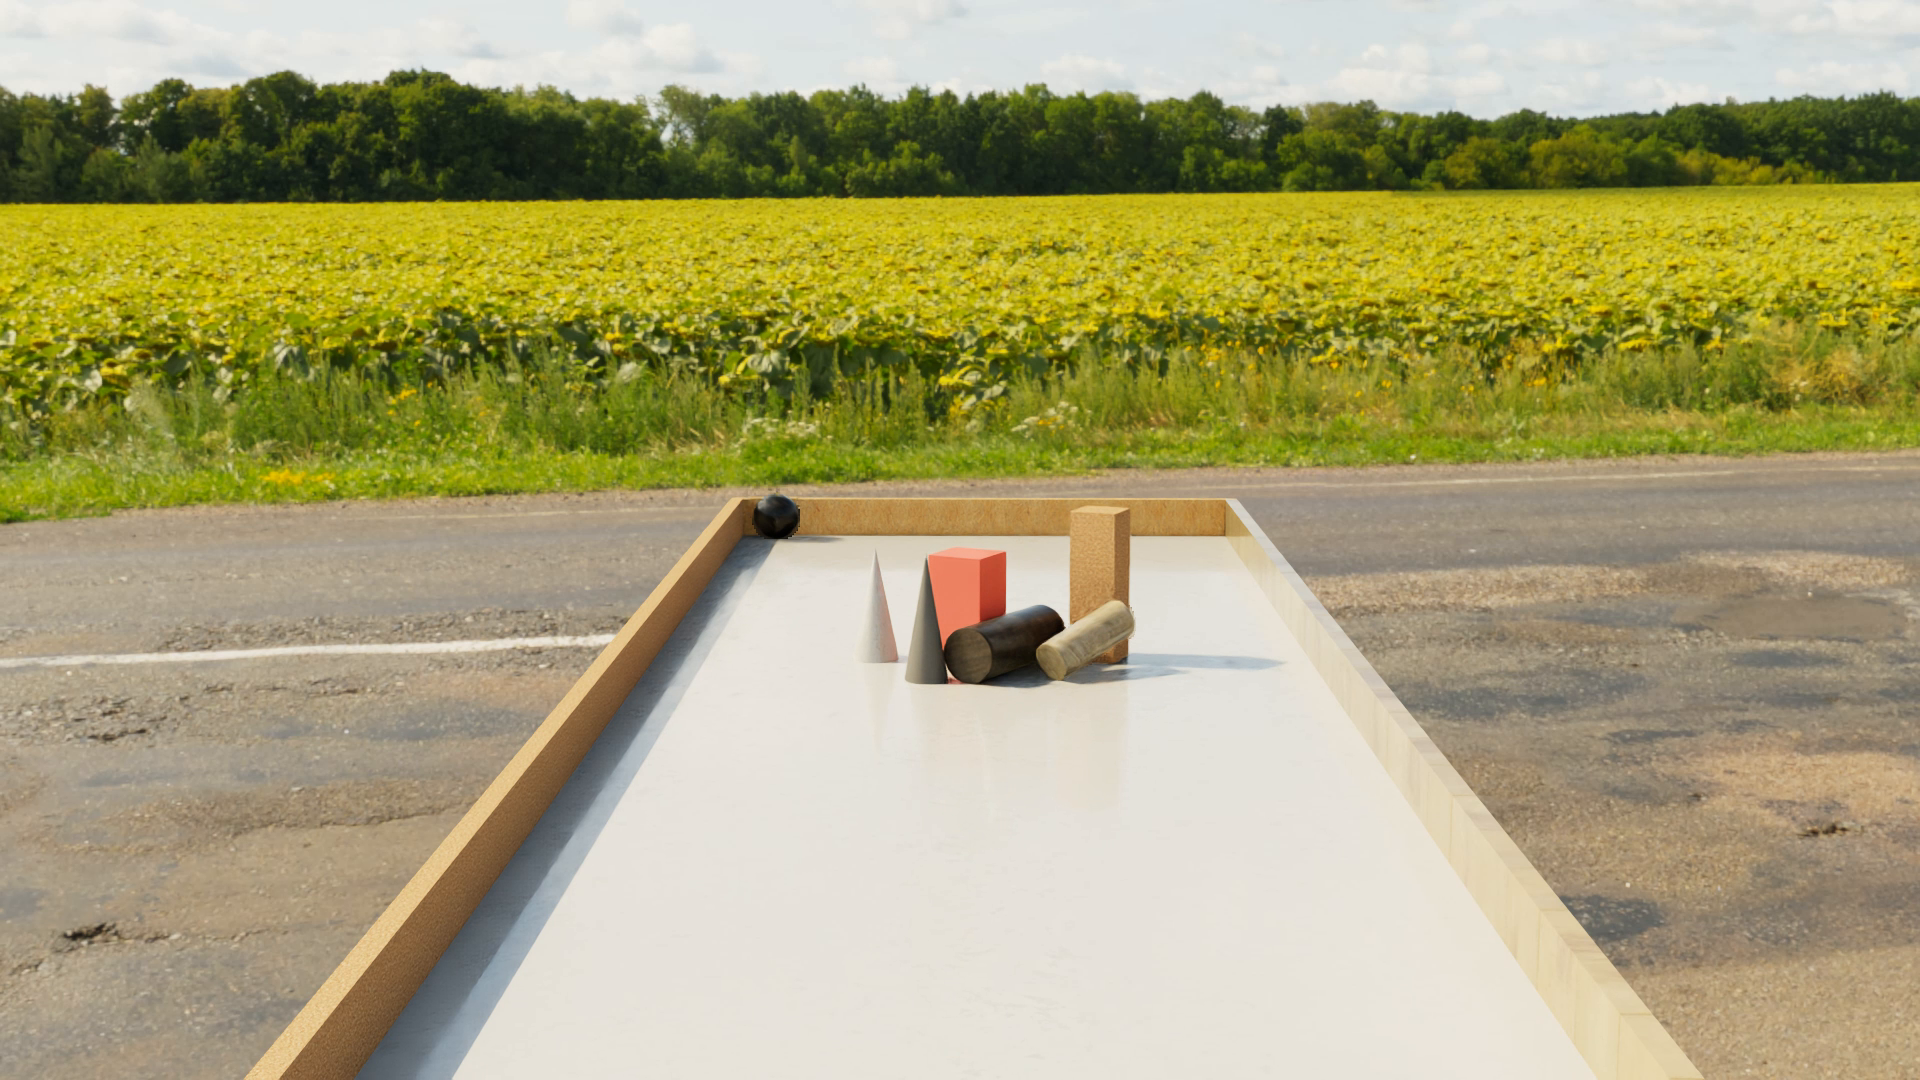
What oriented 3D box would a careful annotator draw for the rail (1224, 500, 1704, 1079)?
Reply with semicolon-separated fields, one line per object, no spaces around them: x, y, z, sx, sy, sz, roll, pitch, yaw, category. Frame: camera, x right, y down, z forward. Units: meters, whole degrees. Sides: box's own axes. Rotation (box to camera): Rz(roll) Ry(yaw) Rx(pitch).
1.046;0.843;3.208;0.050;0.150;12.000;0;9;1;rail

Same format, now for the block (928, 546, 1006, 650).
0.023;0.202;6.680;0.174;0.330;0.174;5;10;28;block

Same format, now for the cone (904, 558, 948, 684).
-0.098;0.224;6.402;0.129;0.375;0.129;0;9;0;cone

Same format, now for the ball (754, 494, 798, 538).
-0.755;-0.098;9.037;0.185;0.185;0.185;0;9;0;ball

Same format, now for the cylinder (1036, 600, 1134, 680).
0.372;0.294;6.493;0.301;0.118;0.118;-30;26;-35;cylinder

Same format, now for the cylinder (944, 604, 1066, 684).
0.137;0.307;6.547;0.165;0.165;0.431;6;11;32;cylinder

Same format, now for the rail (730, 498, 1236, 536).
0.099;-0.098;9.147;2.100;0.150;0.050;0;9;1;rail

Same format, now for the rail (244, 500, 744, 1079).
-1.004;0.839;3.234;0.050;0.150;12.000;0;9;1;rail

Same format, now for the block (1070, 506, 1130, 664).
0.425;0.134;6.699;0.142;0.458;0.142;4;10;23;block

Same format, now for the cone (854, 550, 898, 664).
-0.257;0.192;6.698;0.142;0.344;0.142;0;9;0;cone
